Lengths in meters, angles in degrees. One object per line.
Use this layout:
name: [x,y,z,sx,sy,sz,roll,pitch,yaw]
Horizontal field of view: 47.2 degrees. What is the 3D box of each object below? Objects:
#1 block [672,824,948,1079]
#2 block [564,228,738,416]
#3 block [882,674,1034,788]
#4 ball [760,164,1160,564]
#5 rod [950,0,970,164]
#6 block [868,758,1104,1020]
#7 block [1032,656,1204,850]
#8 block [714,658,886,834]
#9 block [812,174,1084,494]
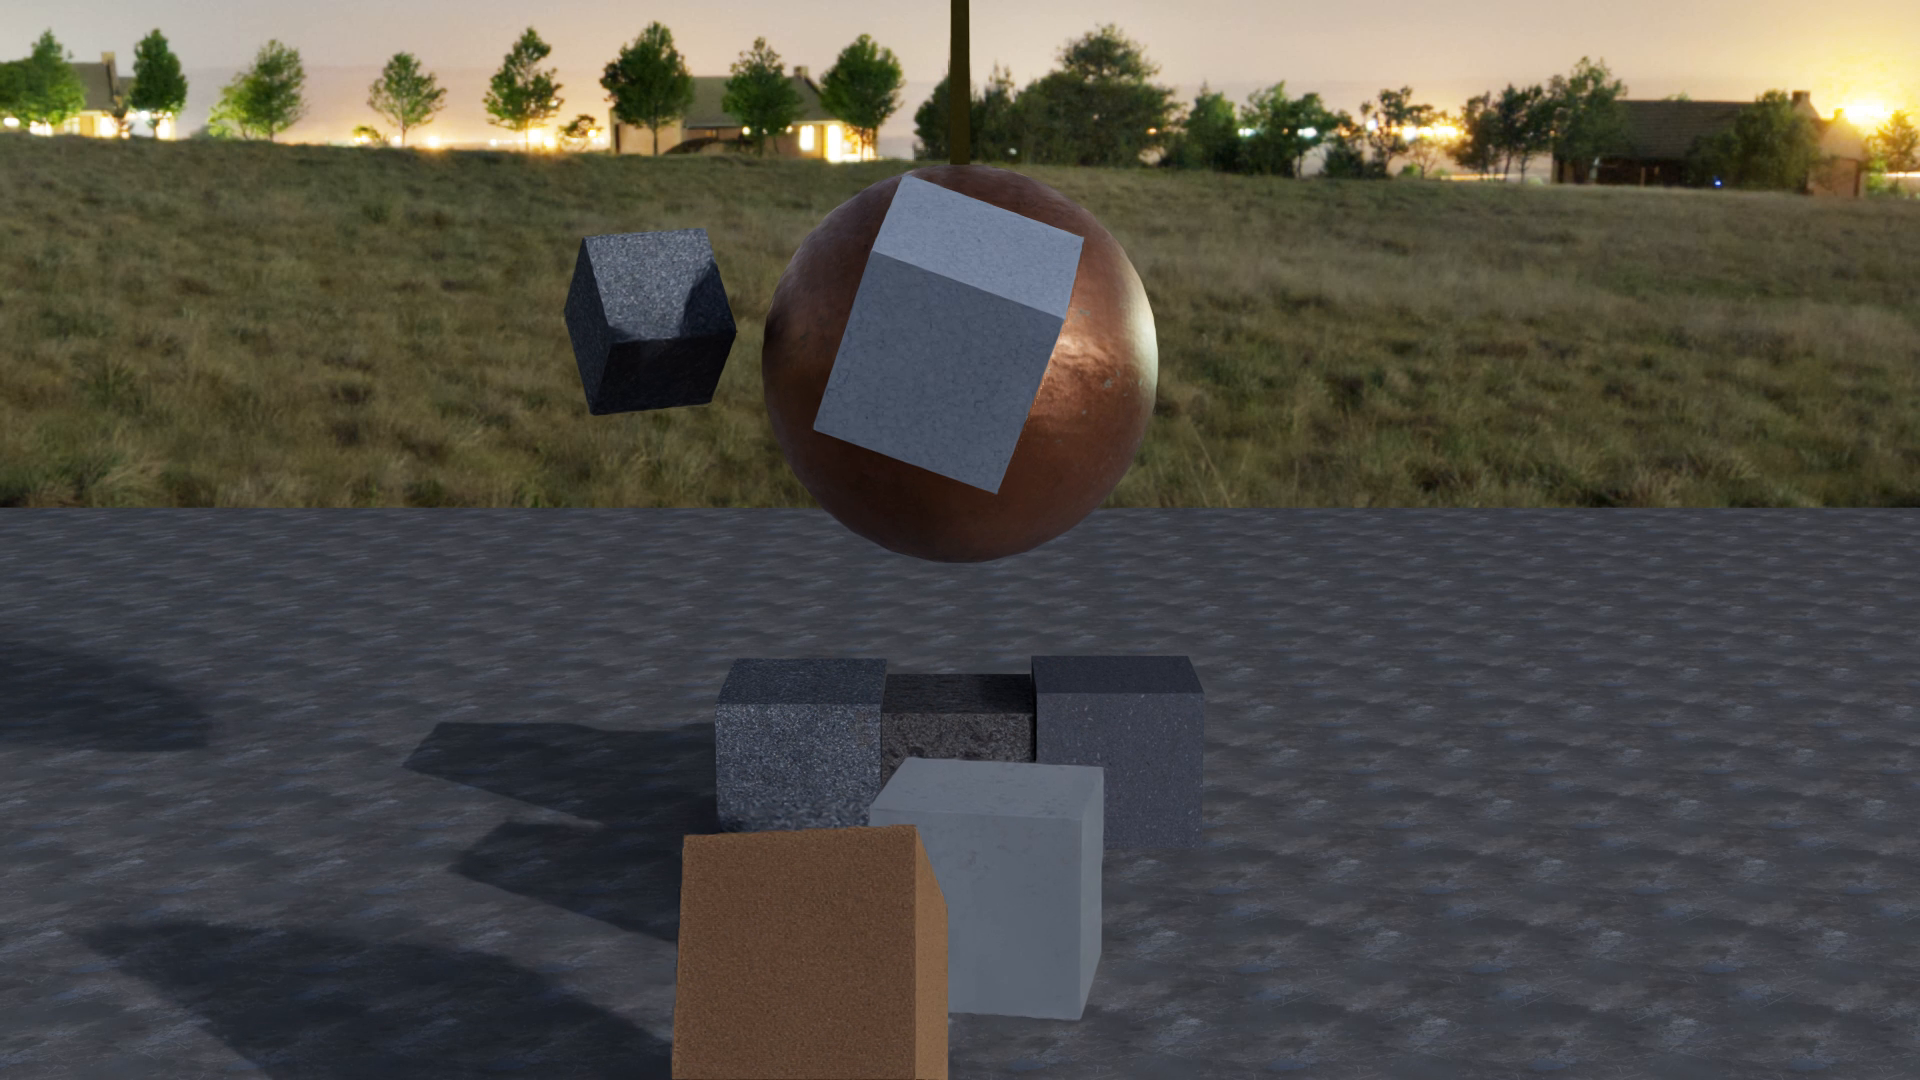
block: [-0.472,1.542,7.363,0.766,0.891,0.891,-3,-27,5]
block: [-1.296,-0.908,9.151,0.519,0.521,0.543,-8,-26,-23]
block: [-0.009,1.131,11.395,0.761,0.697,0.821,0,10,0]
ball: [0.000,-0.705,8.862,1.600,1.600,1.600,0,10,0]
rod: [0.000,-4.045,9.496,0.080,5.200,0.080,0,-11,0]
block: [0.125,1.446,9.250,0.867,0.845,0.763,2,10,10]
block: [0.795,1.083,11.352,0.830,0.807,0.809,0,10,0]
block: [-0.797,1.102,11.337,0.811,0.776,0.961,0,10,0]
block: [-0.034,-0.706,7.474,0.657,0.699,0.652,19,32,-3]
